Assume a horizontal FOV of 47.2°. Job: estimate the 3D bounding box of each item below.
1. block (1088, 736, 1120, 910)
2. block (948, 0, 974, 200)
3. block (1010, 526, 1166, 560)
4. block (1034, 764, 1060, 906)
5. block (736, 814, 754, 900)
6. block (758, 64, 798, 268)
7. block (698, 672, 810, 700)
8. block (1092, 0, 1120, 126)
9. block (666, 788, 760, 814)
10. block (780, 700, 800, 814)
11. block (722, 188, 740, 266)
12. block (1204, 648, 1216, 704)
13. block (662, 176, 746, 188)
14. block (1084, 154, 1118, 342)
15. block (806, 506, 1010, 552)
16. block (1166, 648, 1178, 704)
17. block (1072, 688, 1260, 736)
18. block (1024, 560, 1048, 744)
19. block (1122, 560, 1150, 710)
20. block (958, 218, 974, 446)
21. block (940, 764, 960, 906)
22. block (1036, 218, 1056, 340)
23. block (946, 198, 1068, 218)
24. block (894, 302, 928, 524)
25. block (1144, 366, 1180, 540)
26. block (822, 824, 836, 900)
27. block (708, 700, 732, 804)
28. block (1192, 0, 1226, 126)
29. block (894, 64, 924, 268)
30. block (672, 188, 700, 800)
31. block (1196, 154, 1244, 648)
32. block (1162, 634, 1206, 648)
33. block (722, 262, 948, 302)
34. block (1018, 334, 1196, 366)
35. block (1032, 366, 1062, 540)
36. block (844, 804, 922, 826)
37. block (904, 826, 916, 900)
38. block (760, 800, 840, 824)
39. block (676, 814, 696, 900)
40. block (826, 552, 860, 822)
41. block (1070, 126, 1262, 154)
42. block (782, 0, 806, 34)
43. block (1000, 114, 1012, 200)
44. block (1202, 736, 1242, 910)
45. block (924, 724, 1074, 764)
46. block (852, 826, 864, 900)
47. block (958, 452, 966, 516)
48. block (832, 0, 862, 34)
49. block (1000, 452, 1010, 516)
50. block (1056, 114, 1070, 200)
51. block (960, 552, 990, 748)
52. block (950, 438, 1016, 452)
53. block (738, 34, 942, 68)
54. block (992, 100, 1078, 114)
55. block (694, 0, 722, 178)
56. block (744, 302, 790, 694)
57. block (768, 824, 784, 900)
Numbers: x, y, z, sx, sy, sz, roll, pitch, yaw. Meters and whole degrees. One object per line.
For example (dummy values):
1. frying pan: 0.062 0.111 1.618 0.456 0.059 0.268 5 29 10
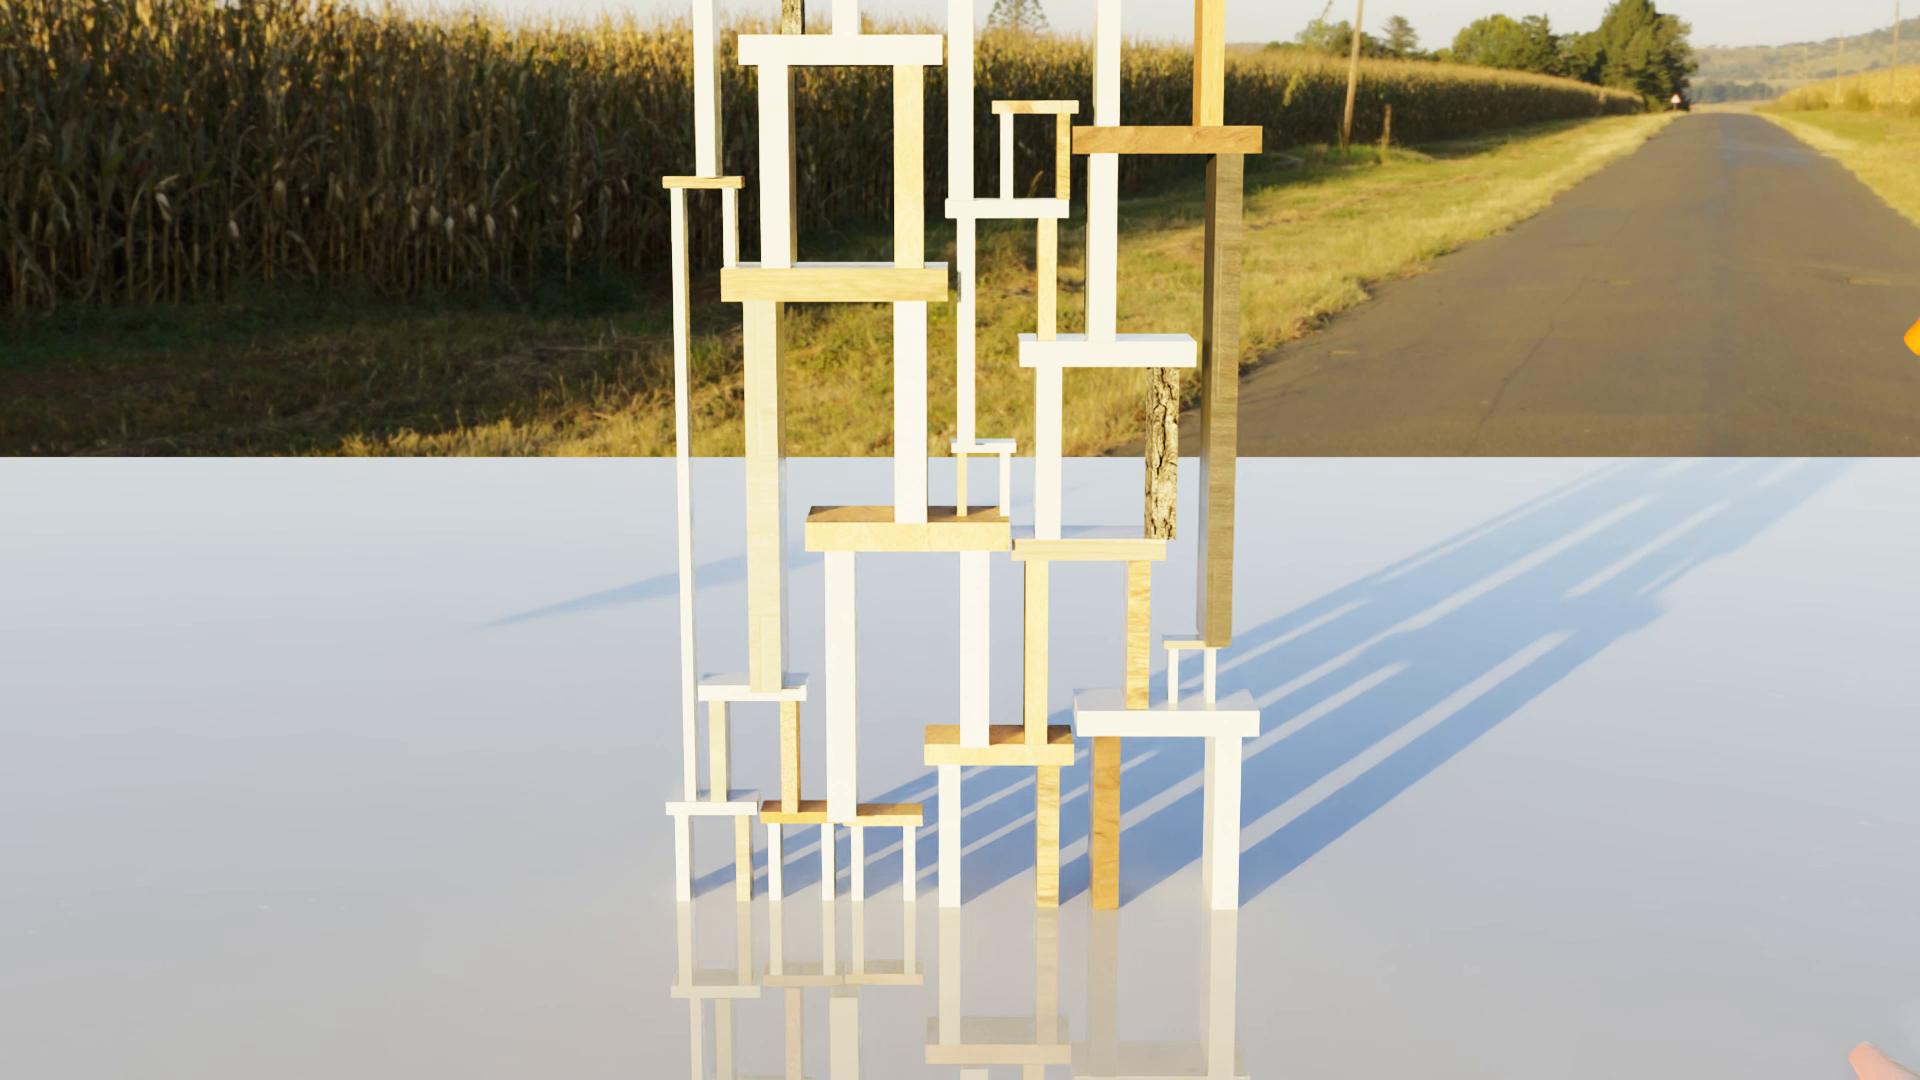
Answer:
1. block: 0.238 0.447 3.640 0.041 0.293 0.146 0 11 0
2. block: 0.001 -0.789 3.414 0.038 0.514 0.133 0 11 0
3. block: 0.205 0.004 3.558 0.245 0.035 0.122 0 11 0
4. block: 0.144 0.472 3.645 0.034 0.241 0.121 0 11 0
5. block: -0.358 0.517 3.657 0.021 0.148 0.074 0 11 0
6. block: -0.284 -0.585 3.445 0.044 0.309 0.154 0 11 0
7. block: -0.337 0.240 3.606 0.174 0.025 0.087 0 11 0
8. block: 0.227 -0.764 3.415 0.034 0.239 0.119 0 11 0
9. block: -0.407 0.433 3.641 0.149 0.021 0.074 0 11 0
10. block: -0.279 0.347 3.626 0.025 0.192 0.087 0 11 0
11. block: -0.361 -0.495 3.471 0.017 0.121 0.061 0 11 0
12. block: 0.408 0.217 3.595 0.013 0.092 0.046 0 11 0
13. block: -0.402 -0.563 3.456 0.122 0.017 0.061 0 11 1
14. block: 0.222 -0.465 3.473 0.041 0.290 0.145 0 11 0
15. block: -0.083 -0.019 3.554 0.322 0.046 0.161 0 11 0
16. block: 0.347 0.217 3.595 0.013 0.092 0.046 0 11 0
17. block: 0.335 0.282 3.610 0.293 0.041 0.146 0 11 0
18. block: 0.123 0.170 3.589 0.035 0.303 0.122 0 11 0
19. block: 0.286 0.142 3.584 0.035 0.245 0.122 0 11 0
20. block: 0.009 -0.333 3.493 0.027 0.357 0.095 0 11 0
21. block: -0.017 0.472 3.645 0.034 0.241 0.121 0 11 0
22. block: 0.136 -0.415 3.478 0.027 0.191 0.095 0 11 0
23. block: 0.073 -0.522 3.458 0.191 0.027 0.095 0 11 0
24. block: -0.077 -0.214 3.518 0.049 0.349 0.175 0 11 0
25. block: 0.323 -0.148 3.531 0.039 0.275 0.138 0 11 0
26. block: -0.218 0.524 3.659 0.019 0.132 0.066 0 11 0
27. block: -0.395 0.337 3.624 0.025 0.174 0.087 0 11 0
28. block: 0.387 -0.765 3.415 0.034 0.239 0.119 0 11 0
29. block: -0.079 -0.585 3.445 0.044 0.309 0.154 0 11 0
30. block: -0.442 -0.066 3.551 0.017 0.994 0.061 0 11 0
31. block: 0.414 -0.224 3.518 0.041 0.779 0.145 0 11 0
32. block: 0.377 0.166 3.586 0.092 0.013 0.046 0 11 0
33. block: -0.194 -0.410 3.481 0.349 0.049 0.175 0 11 0
34. block: 0.232 -0.303 3.502 0.275 0.039 0.138 0 11 0
35. block: 0.140 -0.148 3.531 0.039 0.275 0.138 0 11 0
36. block: -0.126 0.455 3.642 0.129 0.018 0.064 0 11 0
37. block: -0.084 0.527 3.656 0.018 0.129 0.064 0 11 0
38. block: -0.262 0.450 3.646 0.132 0.019 0.066 0 11 0
39. block: -0.457 0.517 3.657 0.021 0.149 0.074 0 11 0
40. block: -0.191 0.222 3.599 0.046 0.447 0.161 0 11 0
41. block: 0.318 -0.627 3.443 0.290 0.041 0.145 0 11 0
42. block: -0.258 -0.880 3.395 0.029 0.202 0.101 0 11 0
43. block: 0.072 -0.601 3.443 0.019 0.132 0.066 0 11 0
44. block: 0.433 0.447 3.640 0.041 0.293 0.146 0 11 0
45. block: 0.064 0.336 3.619 0.241 0.034 0.121 0 11 0
46. block: -0.169 0.527 3.656 0.018 0.129 0.064 0 11 0
47. block: 0.003 -0.094 3.546 0.015 0.104 0.052 0 11 0
48. block: -0.175 -0.911 3.390 0.038 0.266 0.133 0 11 0
49. block: 0.072 -0.094 3.547 0.015 0.103 0.052 0 11 0
50. block: 0.161 -0.601 3.443 0.019 0.132 0.066 0 11 0
51. block: 0.024 0.161 3.588 0.046 0.322 0.161 0 11 0
52. block: 0.037 -0.152 3.535 0.104 0.015 0.052 0 11 0
53. block: -0.182 -0.758 3.412 0.309 0.044 0.154 0 11 0
54. block: 0.116 -0.675 3.429 0.132 0.019 0.066 0 11 0
55. block: -0.392 -0.775 3.414 0.029 0.415 0.101 0 10 1
56. block: -0.311 -0.078 3.543 0.049 0.625 0.175 0 11 0
57. block: -0.306 0.524 3.659 0.019 0.132 0.066 0 11 0
